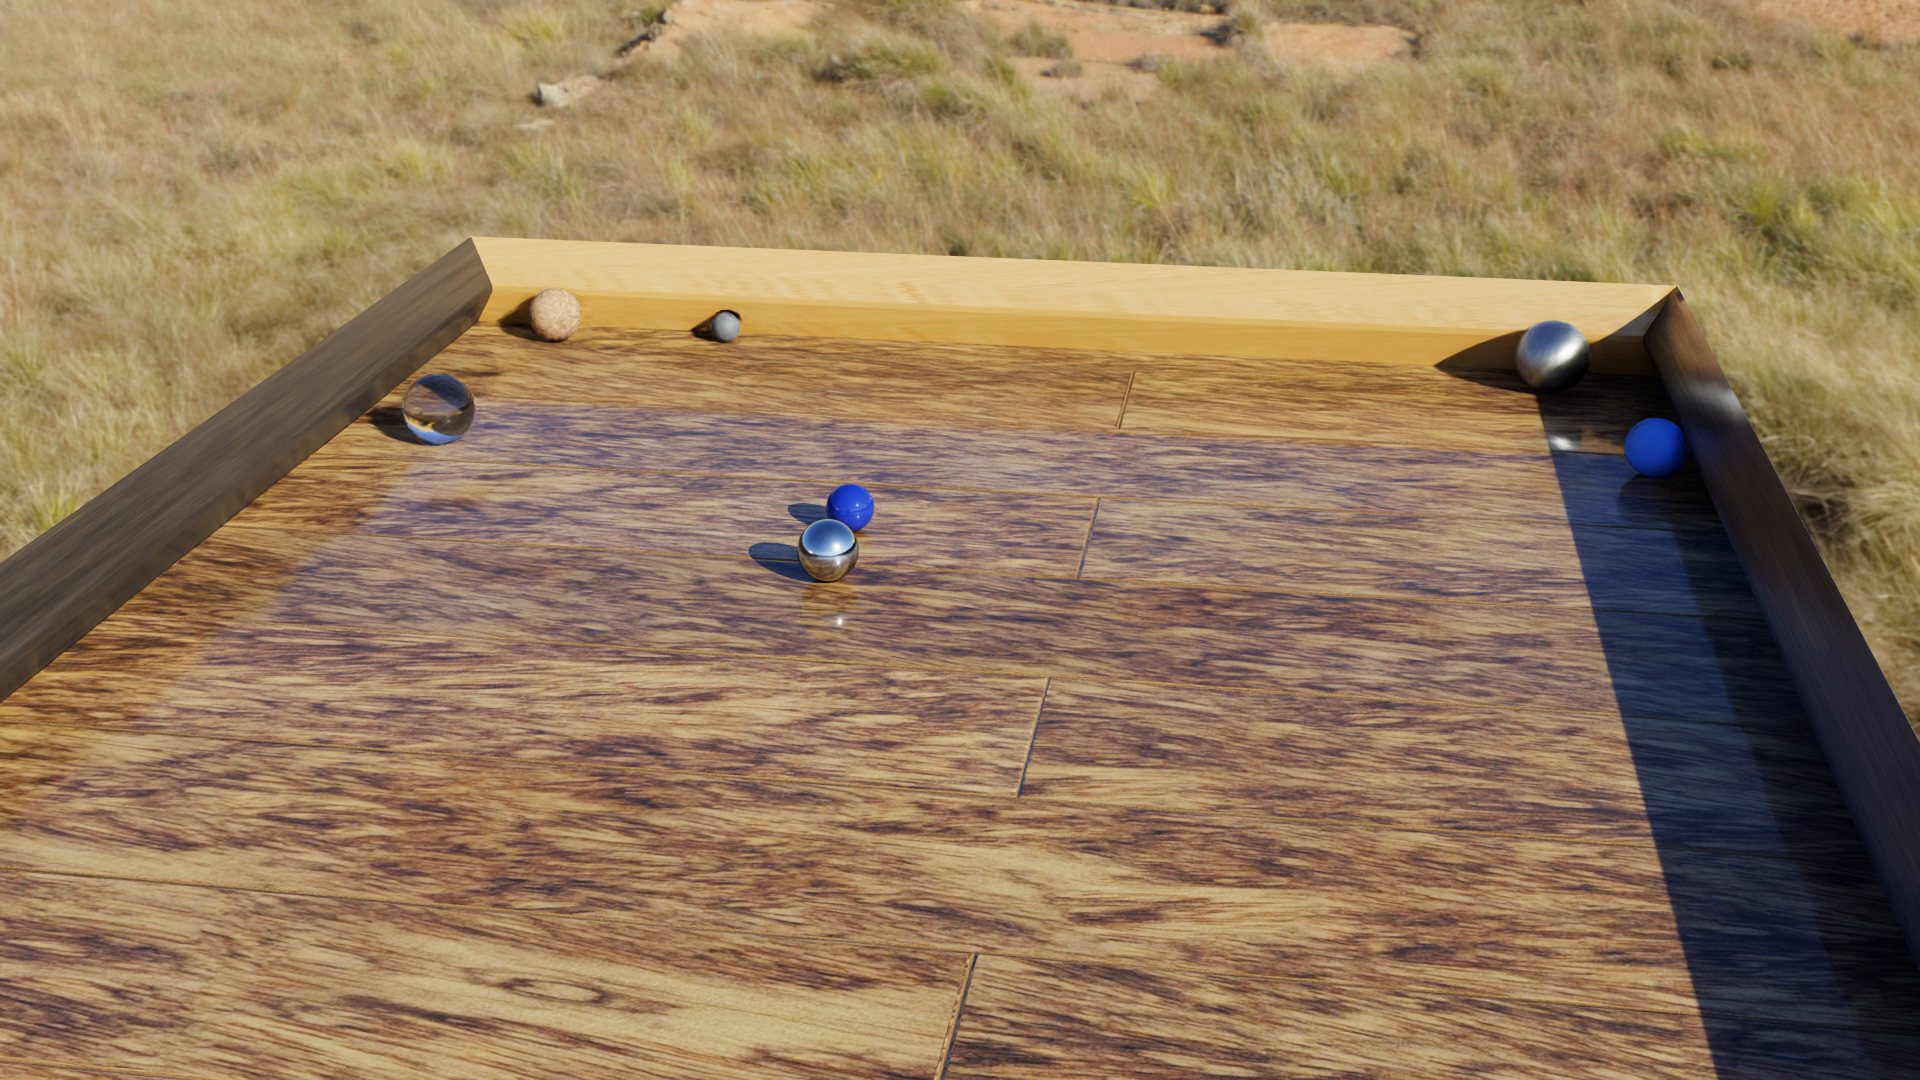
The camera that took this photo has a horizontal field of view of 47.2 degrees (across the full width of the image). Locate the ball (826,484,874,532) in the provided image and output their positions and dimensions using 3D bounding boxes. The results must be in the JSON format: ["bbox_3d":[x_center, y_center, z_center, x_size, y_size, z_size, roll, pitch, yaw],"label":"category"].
[{"bbox_3d":[-0.126,-0.037,2.533,0.056,0.056,0.056,0,22,0],"label":"ball"}]

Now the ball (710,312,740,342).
[{"bbox_3d":[-0.343,-0.312,3.219,0.043,0.043,0.043,0,22,0],"label":"ball"}]

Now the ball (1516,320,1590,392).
[{"bbox_3d":[0.808,-0.250,2.995,0.099,0.099,0.099,0,22,0],"label":"ball"}]

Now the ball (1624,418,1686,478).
[{"bbox_3d":[0.852,-0.114,2.696,0.073,0.073,0.073,0,22,0],"label":"ball"}]

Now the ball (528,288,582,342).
[{"bbox_3d":[-0.592,-0.330,3.218,0.078,0.078,0.078,0,22,0],"label":"ball"}]

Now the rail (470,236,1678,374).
[{"bbox_3d":[0.126,-0.332,3.154,1.740,0.128,0.045,3,23,8],"label":"rail"}]

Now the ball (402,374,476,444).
[{"bbox_3d":[-0.665,-0.168,2.807,0.090,0.090,0.090,0,22,0],"label":"ball"}]

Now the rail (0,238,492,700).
[{"bbox_3d":[-0.966,0.235,1.770,0.045,0.128,3.342,3,23,8],"label":"rail"}]

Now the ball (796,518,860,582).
[{"bbox_3d":[-0.144,0.011,2.398,0.068,0.068,0.068,0,22,0],"label":"ball"}]

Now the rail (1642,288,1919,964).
[{"bbox_3d":[0.706,0.335,1.527,0.045,0.128,3.342,3,23,8],"label":"rail"}]
